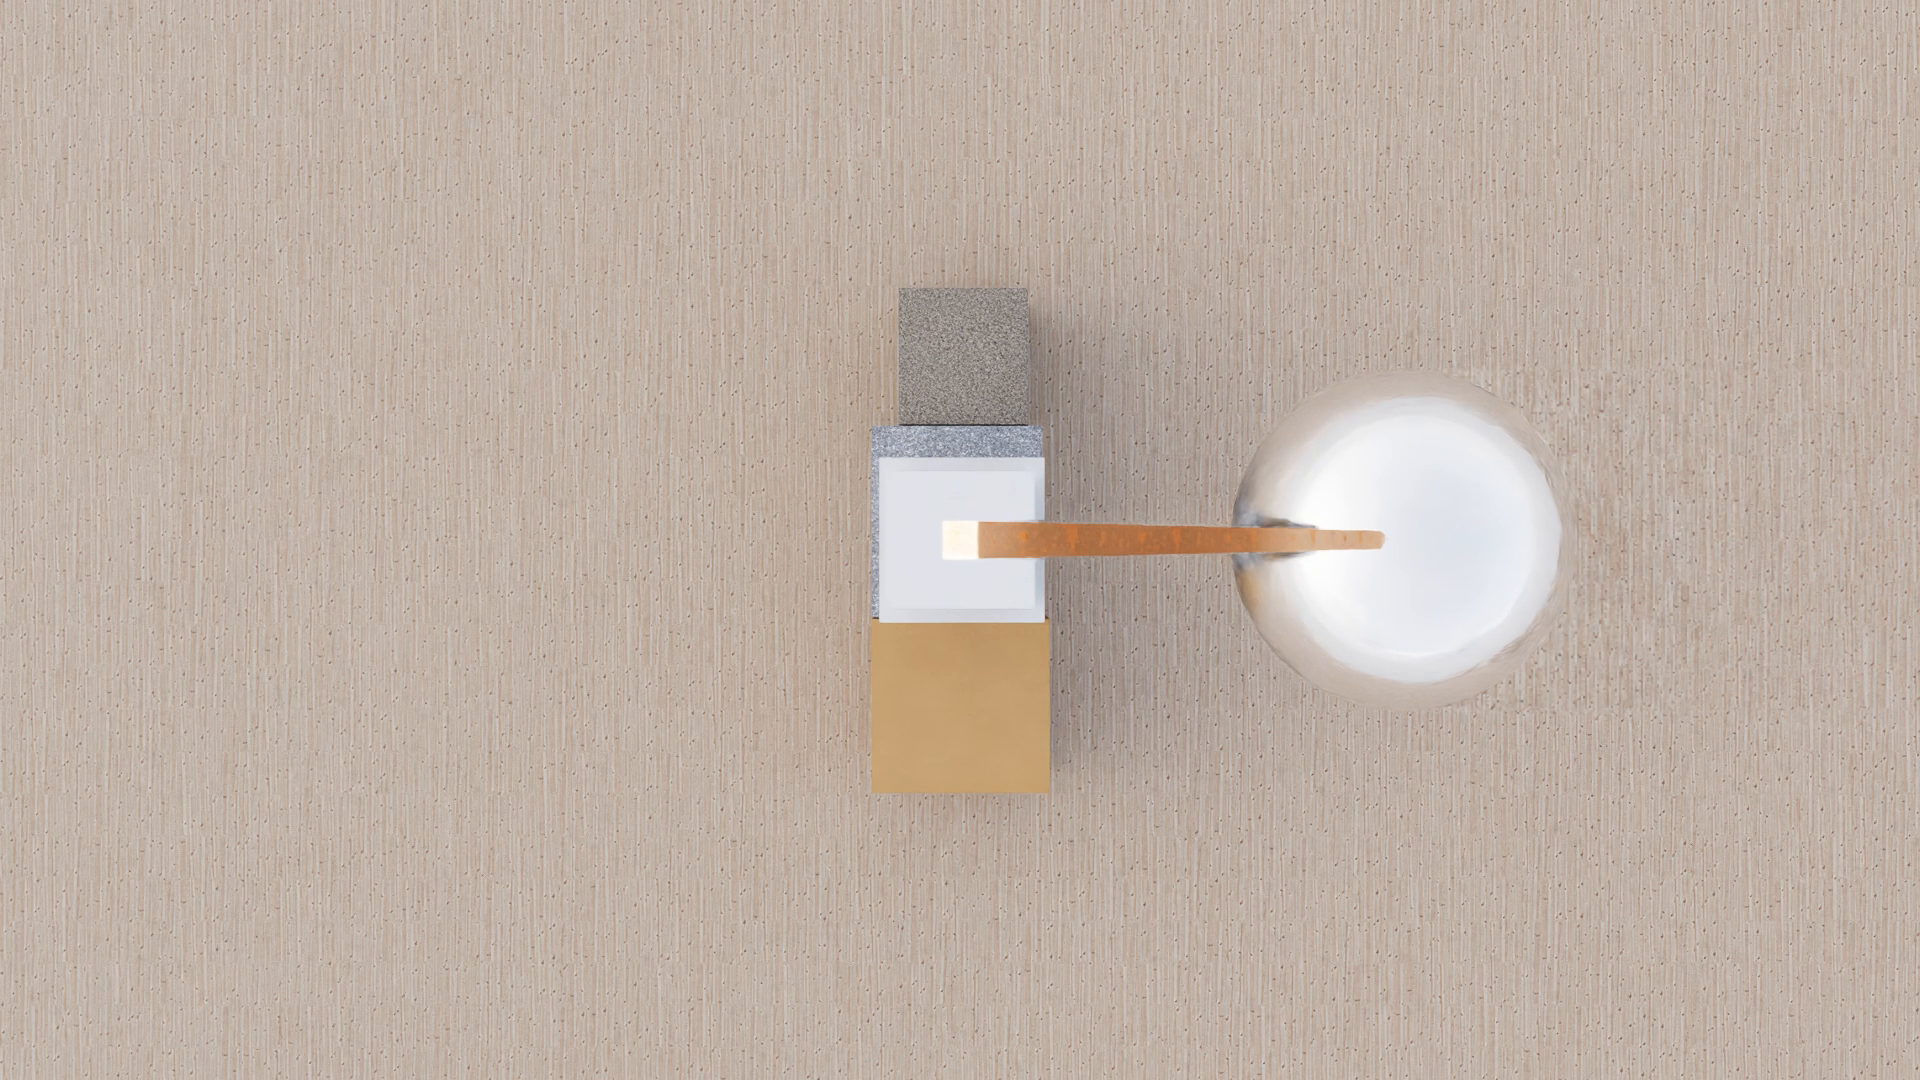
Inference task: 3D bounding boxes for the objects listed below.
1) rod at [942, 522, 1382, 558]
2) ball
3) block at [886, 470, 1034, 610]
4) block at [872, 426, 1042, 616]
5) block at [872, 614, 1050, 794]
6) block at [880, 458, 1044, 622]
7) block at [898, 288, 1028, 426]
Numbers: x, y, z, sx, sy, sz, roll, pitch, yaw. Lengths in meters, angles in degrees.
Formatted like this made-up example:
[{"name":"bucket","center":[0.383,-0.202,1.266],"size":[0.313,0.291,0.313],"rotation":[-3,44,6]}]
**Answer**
[{"name":"rod","center":[0.899,0.000,7.149],"size":[0.080,5.200,0.080],"rotation":[0,90,20]},{"name":"ball","center":[2.074,0.000,10.339],"size":[1.600,1.600,1.600],"rotation":[0,90,0]},{"name":"block","center":[0.002,0.000,9.515],"size":[0.620,0.666,0.577],"rotation":[0,90,0]},{"name":"block","center":[-0.016,-0.102,12.550],"size":[0.940,0.901,1.052],"rotation":[0,90,0]},{"name":"block","center":[0.004,0.913,12.546],"size":[0.981,0.909,0.959],"rotation":[0,90,0]},{"name":"block","center":[0.009,0.000,10.979],"size":[0.790,0.912,0.788],"rotation":[0,90,0]},{"name":"block","center":[0.018,-1.015,12.574],"size":[0.714,0.853,0.754],"rotation":[0,90,0]}]
